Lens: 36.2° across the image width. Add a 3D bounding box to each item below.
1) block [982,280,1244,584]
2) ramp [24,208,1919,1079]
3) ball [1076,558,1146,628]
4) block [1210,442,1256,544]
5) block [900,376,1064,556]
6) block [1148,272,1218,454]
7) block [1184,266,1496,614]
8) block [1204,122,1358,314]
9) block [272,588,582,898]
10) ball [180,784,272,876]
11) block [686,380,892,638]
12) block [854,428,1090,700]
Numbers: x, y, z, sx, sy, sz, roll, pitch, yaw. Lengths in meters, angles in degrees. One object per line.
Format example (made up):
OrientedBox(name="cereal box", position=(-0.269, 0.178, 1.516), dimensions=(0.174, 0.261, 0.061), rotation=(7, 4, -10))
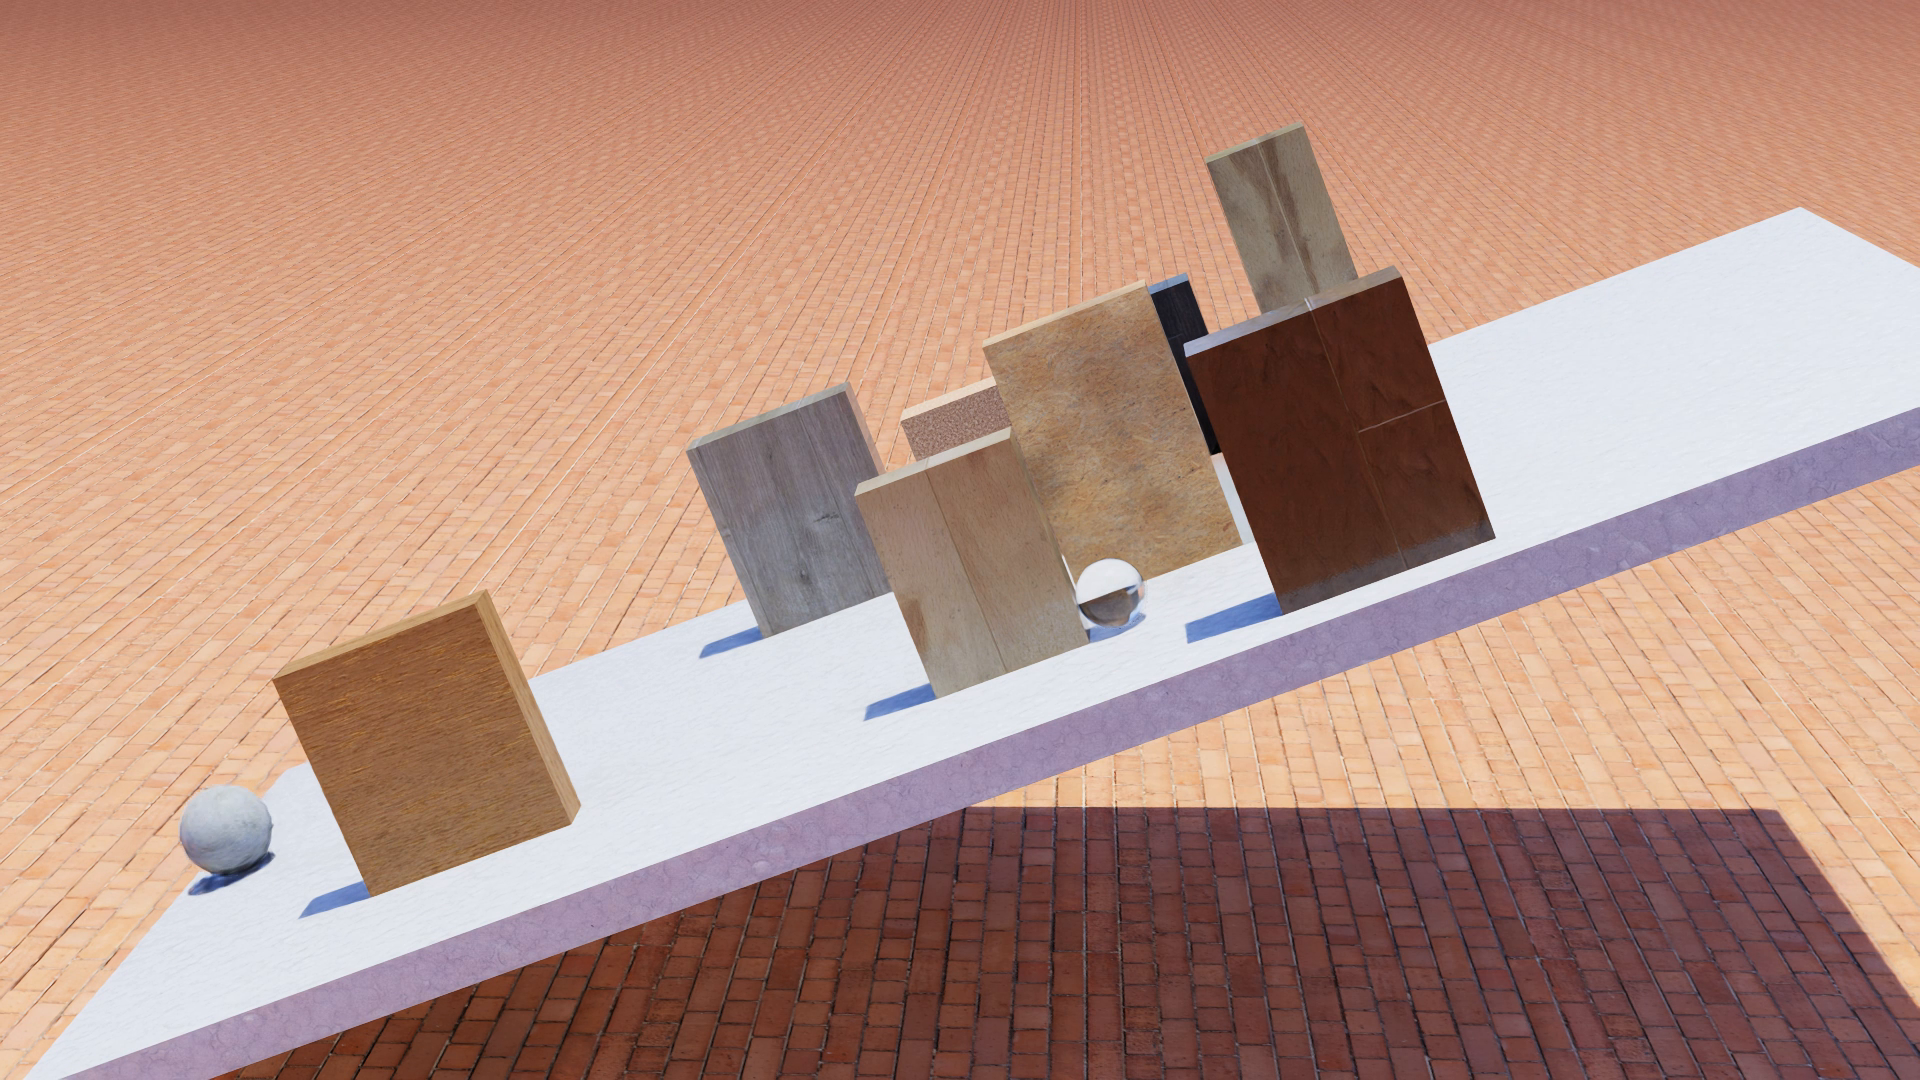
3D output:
OrientedBox(name="block", position=(0.312, -0.198, 5.977), dimensions=(0.349, 0.568, 0.093), rotation=(-20, 12, 7))
OrientedBox(name="ramp", position=(0.121, 0.175, 6.293), dimensions=(4.000, 0.100, 2.000), rotation=(-20, 12, 7))
OrientedBox(name="ball", position=(0.293, 0.103, 5.722), dimensions=(0.137, 0.137, 0.137), rotation=(0, 13, 0))
OrientedBox(name="block", position=(0.650, -0.137, 6.010), dimensions=(0.197, 0.197, 0.197), rotation=(-18, 12, 17))
OrientedBox(name="block", position=(0.082, -0.139, 6.514), dimensions=(0.293, 0.409, 0.129), rotation=(-20, 12, 7))
OrientedBox(name="block", position=(0.449, -0.296, 6.362), dimensions=(0.272, 0.489, 0.118), rotation=(-20, 12, 7))
OrientedBox(name="block", position=(0.690, -0.182, 5.362), dimensions=(0.408, 0.512, 0.142), rotation=(-20, 12, 7))
OrientedBox(name="block", position=(0.802, -0.648, 6.959), dimensions=(0.241, 0.628, 0.122), rotation=(-20, 12, 7))
OrientedBox(name="block", position=(-1.069, 0.410, 5.922), dimensions=(0.442, 0.489, 0.122), rotation=(-20, 12, 7))
OrientedBox(name="ball", position=(-1.642, 0.649, 6.582), dimensions=(0.202, 0.202, 0.202), rotation=(0, 13, 0))
OrientedBox(name="block", position=(-0.356, -0.069, 6.817), dimensions=(0.395, 0.477, 0.130), rotation=(-20, 12, 7))
OrientedBox(name="block", position=(0.027, 0.045, 5.725), dimensions=(0.320, 0.434, 0.112), rotation=(-20, 12, 7))
